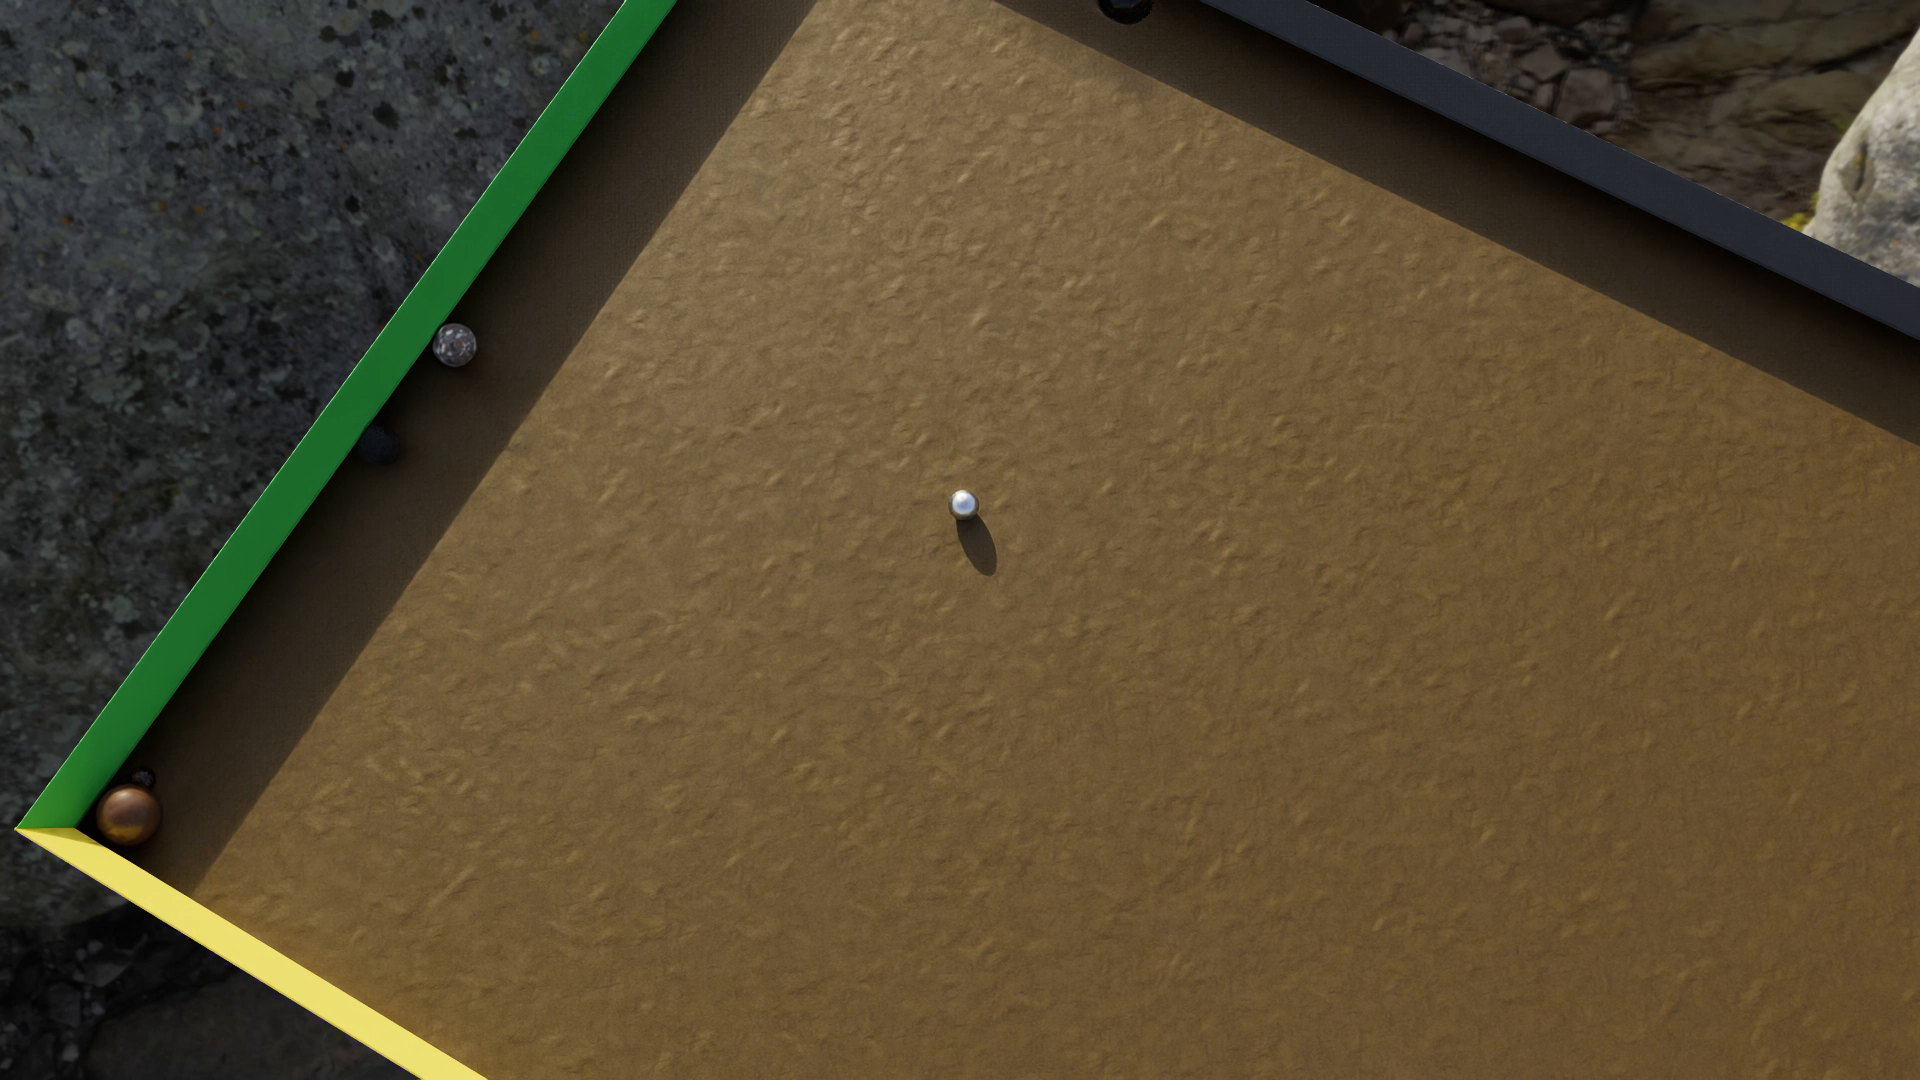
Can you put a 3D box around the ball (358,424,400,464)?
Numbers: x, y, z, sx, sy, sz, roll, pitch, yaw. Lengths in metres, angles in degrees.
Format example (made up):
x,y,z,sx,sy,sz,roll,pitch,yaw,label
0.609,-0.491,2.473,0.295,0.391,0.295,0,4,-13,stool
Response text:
x,y,z,sx,sy,sz,roll,pitch,yaw,label
-0.930,-0.153,3.522,0.065,0.065,0.065,0,69,0,ball

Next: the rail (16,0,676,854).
x,y,z,sx,sy,sz,roll,pitch,yaw,label
-0.810,-0.442,3.599,0.045,0.125,2.211,28,72,10,rail

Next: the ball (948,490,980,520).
x,y,z,sx,sy,sz,roll,pitch,yaw,label
0.006,-0.055,3.493,0.050,0.050,0.050,0,69,0,ball

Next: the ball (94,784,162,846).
x,y,z,sx,sy,sz,roll,pitch,yaw,label
-1.245,0.412,3.291,0.094,0.094,0.094,0,69,0,ball

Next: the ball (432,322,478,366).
x,y,z,sx,sy,sz,roll,pitch,yaw,label
-0.823,-0.318,3.581,0.072,0.072,0.072,0,69,0,ball

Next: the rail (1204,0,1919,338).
x,y,z,sx,sy,sz,roll,pitch,yaw,label
1.366,-0.447,3.601,3.824,0.125,0.045,28,72,10,rail

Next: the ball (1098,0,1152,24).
x,y,z,sx,sy,sz,roll,pitch,yaw,label
0.284,-0.944,3.806,0.096,0.096,0.096,0,69,0,ball

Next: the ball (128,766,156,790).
x,y,z,sx,sy,sz,roll,pitch,yaw,label
-1.243,0.364,3.338,0.040,0.040,0.040,0,69,0,ball

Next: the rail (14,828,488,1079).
x,y,z,sx,sy,sz,roll,pitch,yaw,label
0.295,1.310,2.931,3.824,0.125,0.045,28,72,10,rail
